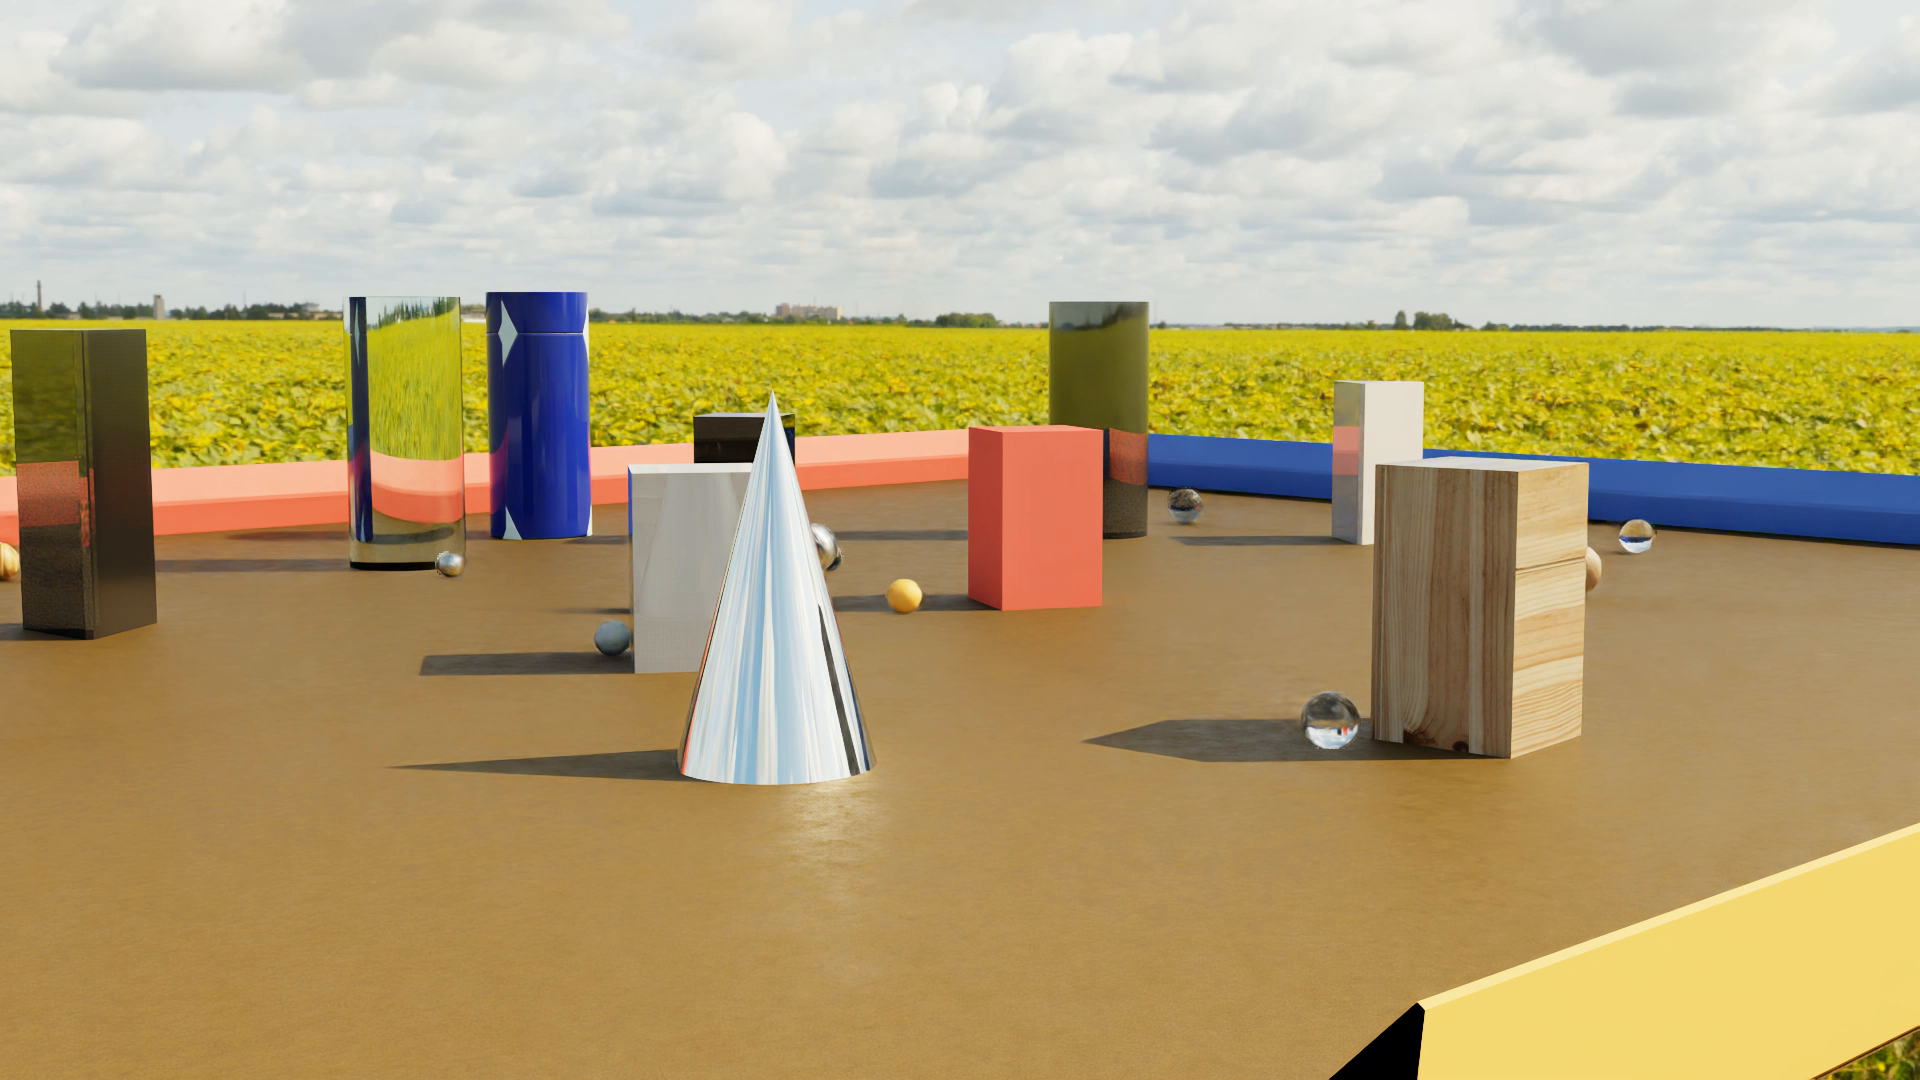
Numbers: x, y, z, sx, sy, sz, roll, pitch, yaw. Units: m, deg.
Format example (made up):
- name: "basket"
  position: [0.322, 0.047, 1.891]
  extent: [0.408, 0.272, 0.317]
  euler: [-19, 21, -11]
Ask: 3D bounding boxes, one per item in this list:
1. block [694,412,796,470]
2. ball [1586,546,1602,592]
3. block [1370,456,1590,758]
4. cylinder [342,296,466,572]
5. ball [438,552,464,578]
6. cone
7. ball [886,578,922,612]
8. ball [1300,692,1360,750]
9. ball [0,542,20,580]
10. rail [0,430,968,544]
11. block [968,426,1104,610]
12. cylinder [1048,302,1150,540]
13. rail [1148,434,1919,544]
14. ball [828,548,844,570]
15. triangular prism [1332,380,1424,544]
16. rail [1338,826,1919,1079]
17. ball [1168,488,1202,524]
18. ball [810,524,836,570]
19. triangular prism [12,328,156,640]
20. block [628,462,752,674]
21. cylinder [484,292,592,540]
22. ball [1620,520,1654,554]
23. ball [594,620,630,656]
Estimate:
- name: "block"
  position: [-0.419, -0.122, 4.292]
  extent: [0.160, 0.244, 0.160]
  euler: [1, 6, 10]
- name: "ball"
  position: [0.966, 0.046, 3.454]
  extent: [0.083, 0.083, 0.083]
  euler: [0, 6, 0]
- name: "block"
  position: [0.541, 0.064, 2.293]
  extent: [0.160, 0.287, 0.160]
  euler: [5, 8, 40]
- name: "cylinder"
  position: [-0.973, -0.190, 3.855]
  extent: [0.200, 0.469, 0.200]
  euler: [0, 6, 0]
- name: "ball"
  position: [-0.855, 0.042, 3.691]
  extent: [0.041, 0.041, 0.041]
  euler: [0, 6, 0]
- name: "cone"
  position: [-0.182, 0.037, 2.155]
  extent: [0.200, 0.369, 0.200]
  euler: [0, 6, 0]
- name: "ball"
  position: [-0.083, 0.082, 3.257]
  extent: [0.051, 0.051, 0.051]
  euler: [0, 6, 0]
- name: "ball"
  position: [0.377, 0.184, 2.242]
  extent: [0.059, 0.059, 0.059]
  euler: [0, 6, 0]
- name: "ball"
  position: [-1.592, 0.036, 3.643]
  extent: [0.064, 0.064, 0.064]
  euler: [0, 6, 0]
- name: "rail"
  position: [-1.246, -0.106, 4.675]
  extent: [3.891, 0.130, 0.045]
  euler: [-5, 8, -42]
- name: "block"
  position: [0.114, -0.038, 3.370]
  extent: [0.160, 0.266, 0.160]
  euler: [-2, 6, -18]
- name: "cylinder"
  position: [0.276, -0.242, 4.381]
  extent: [0.200, 0.463, 0.200]
  euler: [0, 6, 0]
- name: "rail"
  position: [1.412, -0.101, 4.628]
  extent: [0.045, 0.130, 3.723]
  euler: [-5, 8, -42]
- name: "ball"
  position: [-0.221, 0.031, 3.794]
  extent: [0.042, 0.042, 0.042]
  euler: [0, 6, 0]
- name: "triangular prism"
  position: [0.788, -0.156, 4.303]
  extent: [0.173, 0.308, 0.150]
  euler: [-5, 7, -37]
- name: "rail"
  position: [1.246, 0.174, 1.988]
  extent: [3.891, 0.130, 0.045]
  euler: [-5, 8, -42]
- name: "ball"
  position: [0.474, -0.072, 4.632]
  extent: [0.074, 0.074, 0.074]
  euler: [0, 6, 0]
- name: "ball"
  position: [-0.252, 0.016, 3.726]
  extent: [0.087, 0.087, 0.087]
  euler: [0, 6, 0]
- name: "triangular prism"
  position: [-1.202, -0.084, 3.078]
  extent: [0.173, 0.419, 0.150]
  euler: [5, 8, 39]
- name: "block"
  position: [-0.337, 0.032, 2.791]
  extent: [0.160, 0.247, 0.160]
  euler: [-1, 6, -10]
- name: "cylinder"
  position: [-0.837, -0.250, 4.371]
  extent: [0.200, 0.482, 0.200]
  euler: [0, 6, 0]
- name: "ball"
  position: [1.250, -0.007, 4.060]
  extent: [0.062, 0.062, 0.062]
  euler: [0, 6, 0]
- name: "ball"
  position: [-0.450, 0.127, 2.848]
  extent: [0.047, 0.047, 0.047]
  euler: [0, 6, 0]
